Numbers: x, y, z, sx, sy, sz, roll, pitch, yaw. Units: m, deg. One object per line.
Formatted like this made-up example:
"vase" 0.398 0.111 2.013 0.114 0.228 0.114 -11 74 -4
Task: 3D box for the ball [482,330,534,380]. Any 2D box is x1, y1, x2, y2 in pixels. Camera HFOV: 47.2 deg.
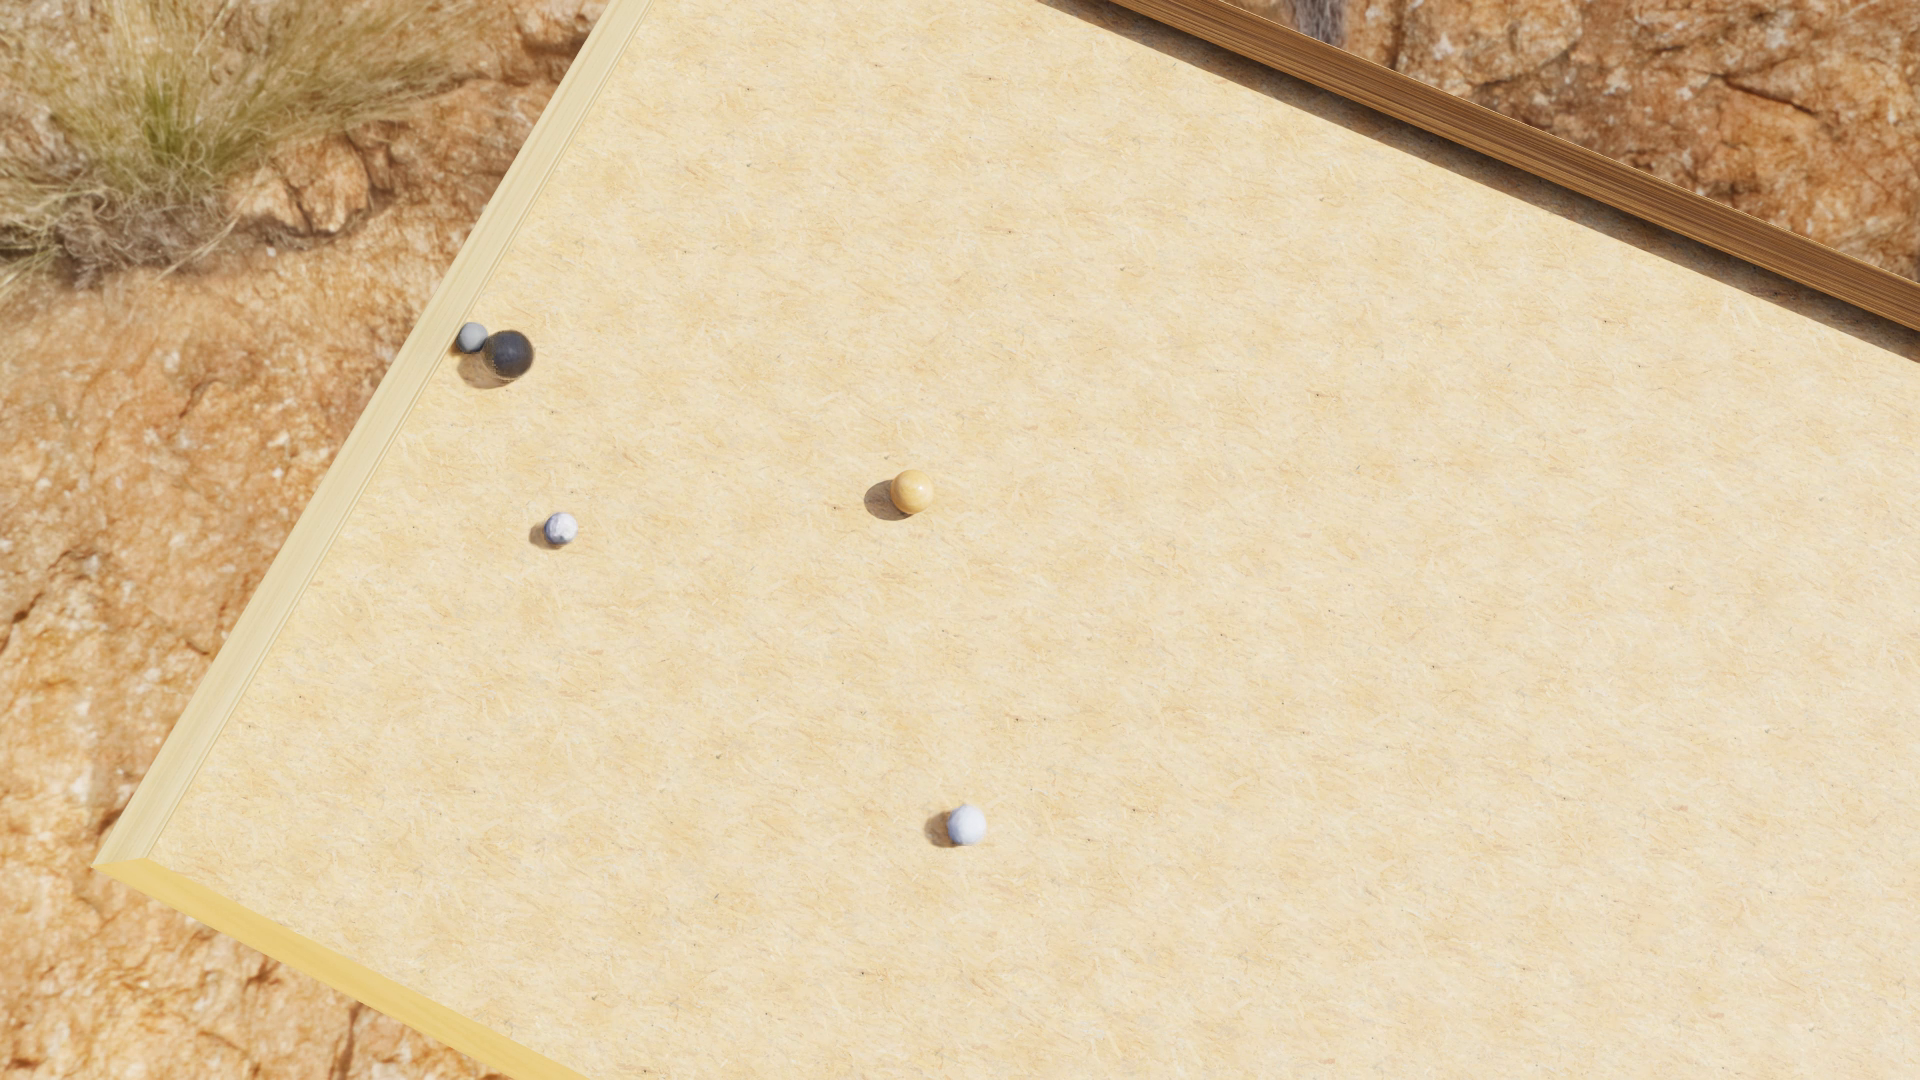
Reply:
"ball" -0.719 -0.294 3.498 0.082 0.082 0.082 0 72 0

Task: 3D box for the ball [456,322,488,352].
"ball" -0.781 -0.325 3.525 0.050 0.050 0.050 0 72 0

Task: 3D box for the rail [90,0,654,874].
"rail" -0.804 -0.368 3.509 0.045 0.106 2.019 24 73 8

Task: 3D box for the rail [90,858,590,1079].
"rail" 0.404 1.209 2.986 3.651 0.106 0.045 24 73 8

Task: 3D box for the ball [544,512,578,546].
"ball" -0.620 -0.018 3.422 0.052 0.052 0.052 0 72 0

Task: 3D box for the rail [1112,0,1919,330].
"rail" 1.247 -0.482 3.547 3.651 0.106 0.045 24 73 8

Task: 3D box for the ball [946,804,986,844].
"ball" 0.010 0.424 3.272 0.059 0.059 0.059 0 72 0

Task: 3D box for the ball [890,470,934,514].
"ball" -0.074 -0.076 3.432 0.070 0.070 0.070 0 72 0
